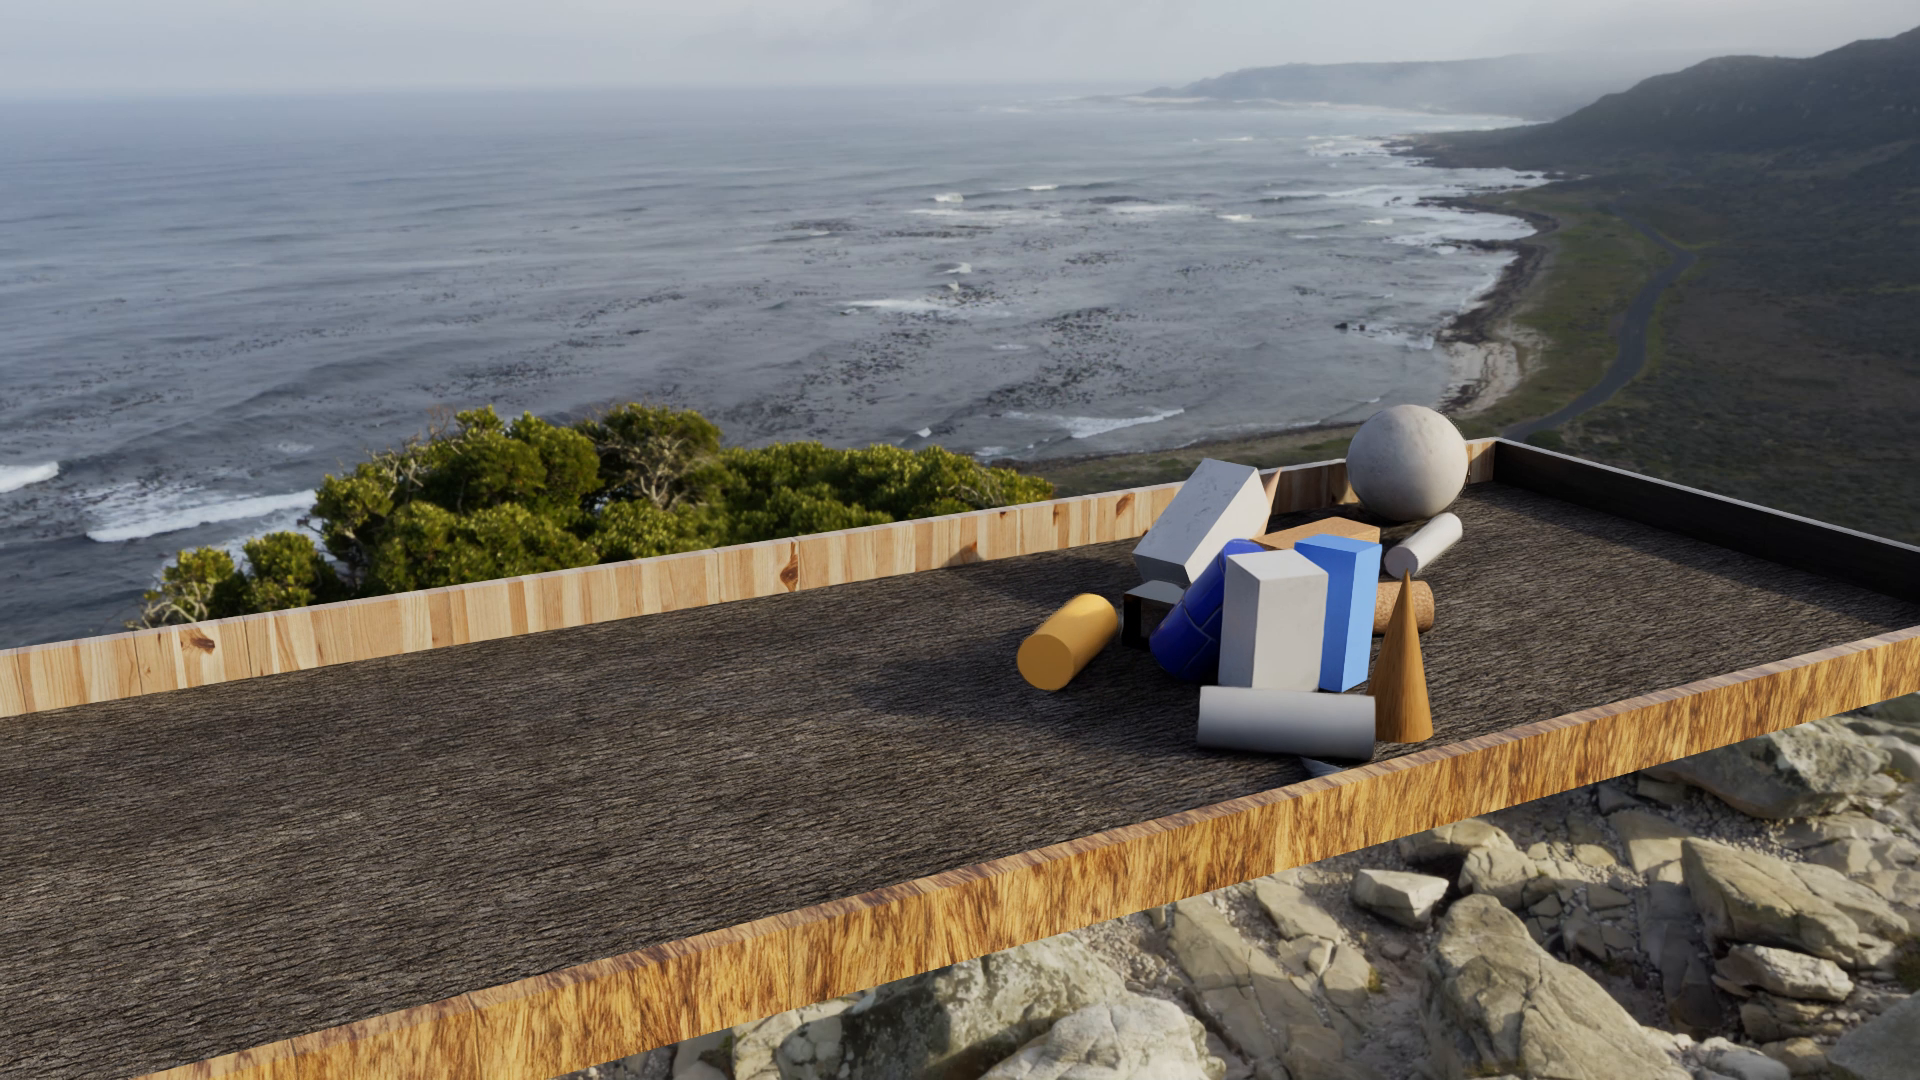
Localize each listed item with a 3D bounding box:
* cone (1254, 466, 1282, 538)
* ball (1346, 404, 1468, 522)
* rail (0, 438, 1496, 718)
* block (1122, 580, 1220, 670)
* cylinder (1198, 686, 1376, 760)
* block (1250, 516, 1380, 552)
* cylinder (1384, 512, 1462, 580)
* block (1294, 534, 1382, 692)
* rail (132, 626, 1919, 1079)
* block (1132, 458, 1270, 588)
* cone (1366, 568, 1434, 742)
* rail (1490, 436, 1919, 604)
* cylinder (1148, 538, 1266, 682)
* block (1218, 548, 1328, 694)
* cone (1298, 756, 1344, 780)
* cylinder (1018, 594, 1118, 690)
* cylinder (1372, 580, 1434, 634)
[{"bbox_3d":[0.887,-0.076,4.947,0.162,0.162,0.375,14,65,40],"label":"cone"},{"bbox_3d":[1.498,-0.257,5.531,0.394,0.394,0.394,0,16,0],"label":"ball"},{"bbox_3d":[-3.305,0.497,3.399,12.000,0.150,0.050,-9,18,-27],"label":"rail"},{"bbox_3d":[0.652,0.232,4.302,0.441,0.148,0.148,13,21,37],"label":"block"},{"bbox_3d":[0.731,0.411,3.707,0.382,0.142,0.142,3,17,10],"label":"cylinder"},{"bbox_3d":[1.043,0.059,4.861,0.396,0.164,0.164,-13,21,-37],"label":"block"},{"bbox_3d":[1.443,0.014,5.122,0.103,0.103,0.447,10,19,31],"label":"cylinder"},{"bbox_3d":[0.924,0.178,4.102,0.160,0.350,0.160,12,14,34],"label":"block"},{"bbox_3d":[-2.336,1.006,1.665,12.000,0.150,0.050,-9,18,-27],"label":"rail"},{"bbox_3d":[0.704,-0.023,4.778,0.180,0.180,0.411,14,53,40],"label":"block"},{"bbox_3d":[1.017,0.249,3.802,0.176,0.398,0.176,0,16,0],"label":"cone"},{"bbox_3d":[2.466,-0.048,5.253,0.050,0.150,2.100,-9,18,-27],"label":"rail"},{"bbox_3d":[0.633,0.177,4.071,0.179,0.347,0.179,20,40,-18],"label":"cylinder"},{"bbox_3d":[0.725,0.237,3.848,0.172,0.385,0.172,-5,20,-16],"label":"block"},{"bbox_3d":[0.786,0.508,3.525,0.114,0.114,0.373,-2,8,-8],"label":"cone"},{"bbox_3d":[0.280,0.257,4.217,0.148,0.148,0.346,7,18,22],"label":"cylinder"},{"bbox_3d":[1.053,0.190,4.461,0.422,0.141,0.141,-2,17,-8],"label":"cylinder"}]
